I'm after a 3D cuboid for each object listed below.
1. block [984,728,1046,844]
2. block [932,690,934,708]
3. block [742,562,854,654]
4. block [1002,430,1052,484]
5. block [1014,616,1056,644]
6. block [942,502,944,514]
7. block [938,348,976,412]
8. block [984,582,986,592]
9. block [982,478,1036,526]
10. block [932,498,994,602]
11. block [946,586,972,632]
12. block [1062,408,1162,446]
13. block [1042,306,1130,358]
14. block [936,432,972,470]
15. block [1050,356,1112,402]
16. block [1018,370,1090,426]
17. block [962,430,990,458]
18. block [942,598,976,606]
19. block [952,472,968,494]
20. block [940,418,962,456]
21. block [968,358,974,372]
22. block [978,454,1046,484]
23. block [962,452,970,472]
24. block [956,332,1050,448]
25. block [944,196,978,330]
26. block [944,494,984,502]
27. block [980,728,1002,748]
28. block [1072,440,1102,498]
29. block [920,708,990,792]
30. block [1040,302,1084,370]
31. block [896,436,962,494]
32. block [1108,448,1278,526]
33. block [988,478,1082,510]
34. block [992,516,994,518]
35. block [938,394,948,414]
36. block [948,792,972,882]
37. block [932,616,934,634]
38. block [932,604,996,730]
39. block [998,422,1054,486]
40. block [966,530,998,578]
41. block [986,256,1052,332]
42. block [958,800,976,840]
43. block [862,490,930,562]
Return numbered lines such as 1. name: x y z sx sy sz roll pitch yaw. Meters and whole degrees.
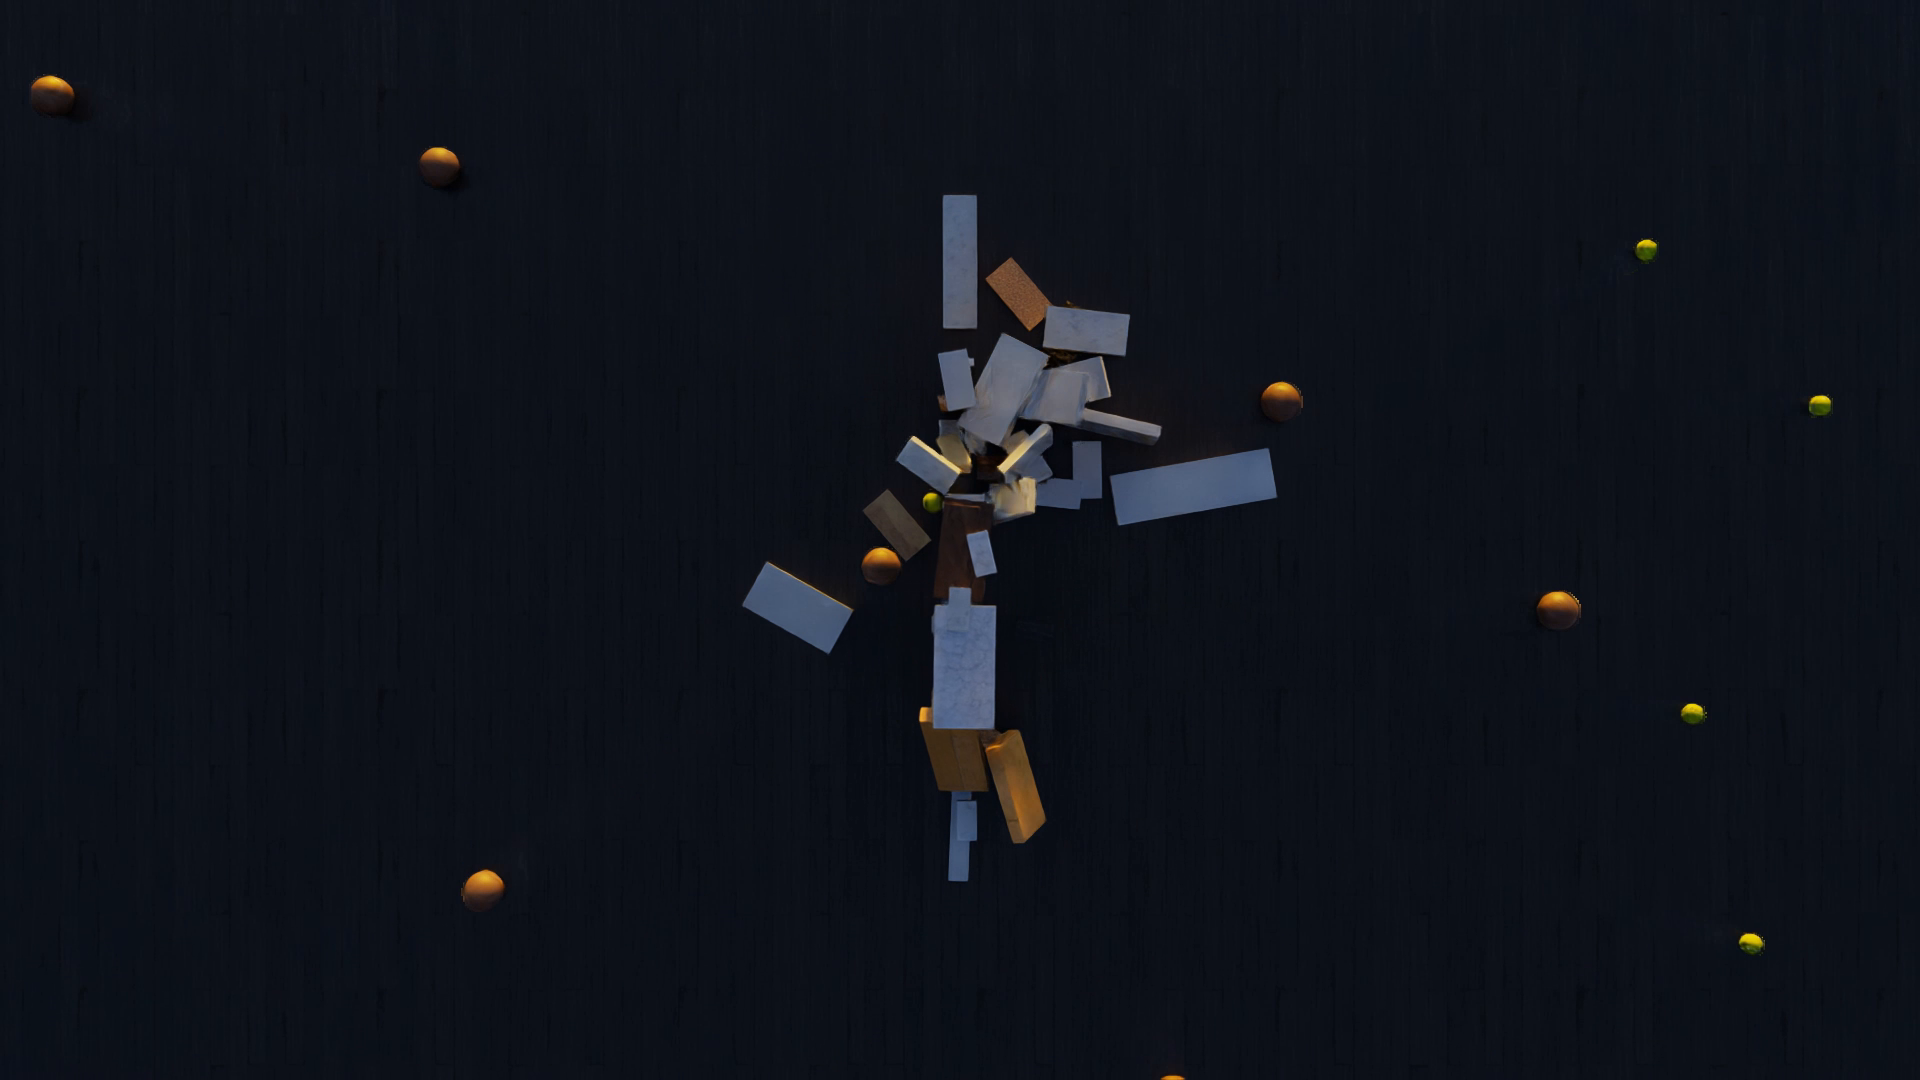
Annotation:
1. block: 0.183 0.804 5.393 0.047 0.165 0.330 -11 100 31
2. block: 0.005 0.486 5.031 0.179 0.358 0.051 1 85 0
3. block: -0.538 0.225 5.477 0.330 0.047 0.165 29 90 0
4. block: 0.218 -0.270 5.444 0.093 0.026 0.185 -27 66 -10
5. block: 0.248 0.299 5.491 0.129 0.018 0.064 13 90 0
6. block: 0.007 -0.099 5.374 0.126 0.252 0.036 5 90 0
7. block: -0.008 -0.513 5.298 0.094 0.027 0.188 -10 89 0
8. block: 0.001 0.144 5.080 0.148 0.328 0.042 1 86 0
9. block: 0.156 -0.121 5.351 0.032 0.223 0.112 15 69 -38
10. block: 0.011 0.030 4.894 0.148 0.042 0.295 7 90 0
11. block: -0.003 0.202 4.792 0.064 0.018 0.129 4 90 0
12. block: 0.495 -0.378 5.430 0.319 0.136 0.039 13 81 0
13. block: 0.416 -0.689 5.449 0.273 0.039 0.136 6 90 0
14. block: -0.021 -0.284 5.376 0.075 0.021 0.150 -17 48 -9
15. block: 0.350 -0.507 5.440 0.273 0.039 0.136 -13 92 16
16. block: 0.253 -0.474 5.391 0.335 0.047 0.167 10 90 32
17. block: 0.072 -0.376 5.447 0.093 0.026 0.185 28 99 31
18. block: -0.003 0.230 5.261 0.112 0.032 0.223 0 90 0
19. block: 0.001 -0.175 5.389 0.054 0.015 0.109 1 82 0
20. block: -0.030 -0.333 5.450 0.075 0.021 0.150 -2 57 0
21. block: -0.002 -0.570 5.406 0.094 0.188 0.027 -3 90 0
22. block: 0.172 -0.235 5.458 0.229 0.026 0.093 0 65 3
23. block: -0.002 -0.255 5.426 0.075 0.150 0.021 0 111 0
24. block: 0.140 -0.488 5.377 0.167 0.047 0.335 29 95 20
25. block: 0.000 -0.923 5.484 0.113 0.032 0.441 0 90 0
26. block: 0.016 -0.019 5.230 0.126 0.036 0.252 -1 90 0
27. block: 0.075 0.647 5.491 0.131 0.019 0.066 28 90 0
28. block: 0.423 -0.233 5.487 0.095 0.027 0.190 -1 90 0
29. block: -0.012 0.668 5.210 0.165 0.589 0.047 0 61 6
30. block: 0.353 -0.667 5.484 0.113 0.032 0.226 28 90 0
31. block: -0.098 -0.234 5.186 0.190 0.027 0.095 36 121 1
32. block: 0.772 -0.176 5.476 0.533 0.047 0.167 -10 90 0
33. block: 0.250 -0.164 5.472 0.306 0.027 0.095 6 90 6
34. block: 0.023 -0.059 5.064 0.148 0.295 0.042 7 86 0
35. block: -0.023 -0.455 5.405 0.094 0.188 0.027 -14 85 0
36. block: 0.003 0.924 5.491 0.066 0.019 0.419 2 90 0
37. block: 0.005 0.258 5.048 0.179 0.391 0.051 0 87 0
38. block: 0.013 0.370 4.826 0.179 0.051 0.358 1 90 0
39. block: 0.214 -0.277 5.369 0.032 0.112 0.223 41 76 21
40. block: 0.064 0.040 4.864 0.064 0.018 0.129 -13 90 0
41. block: 0.200 -0.817 5.484 0.113 0.032 0.226 -40 90 0
42. block: 0.023 0.930 5.472 0.066 0.019 0.131 0 90 0
43. block: -0.209 -0.049 5.484 0.112 0.032 0.223 -41 90 0
